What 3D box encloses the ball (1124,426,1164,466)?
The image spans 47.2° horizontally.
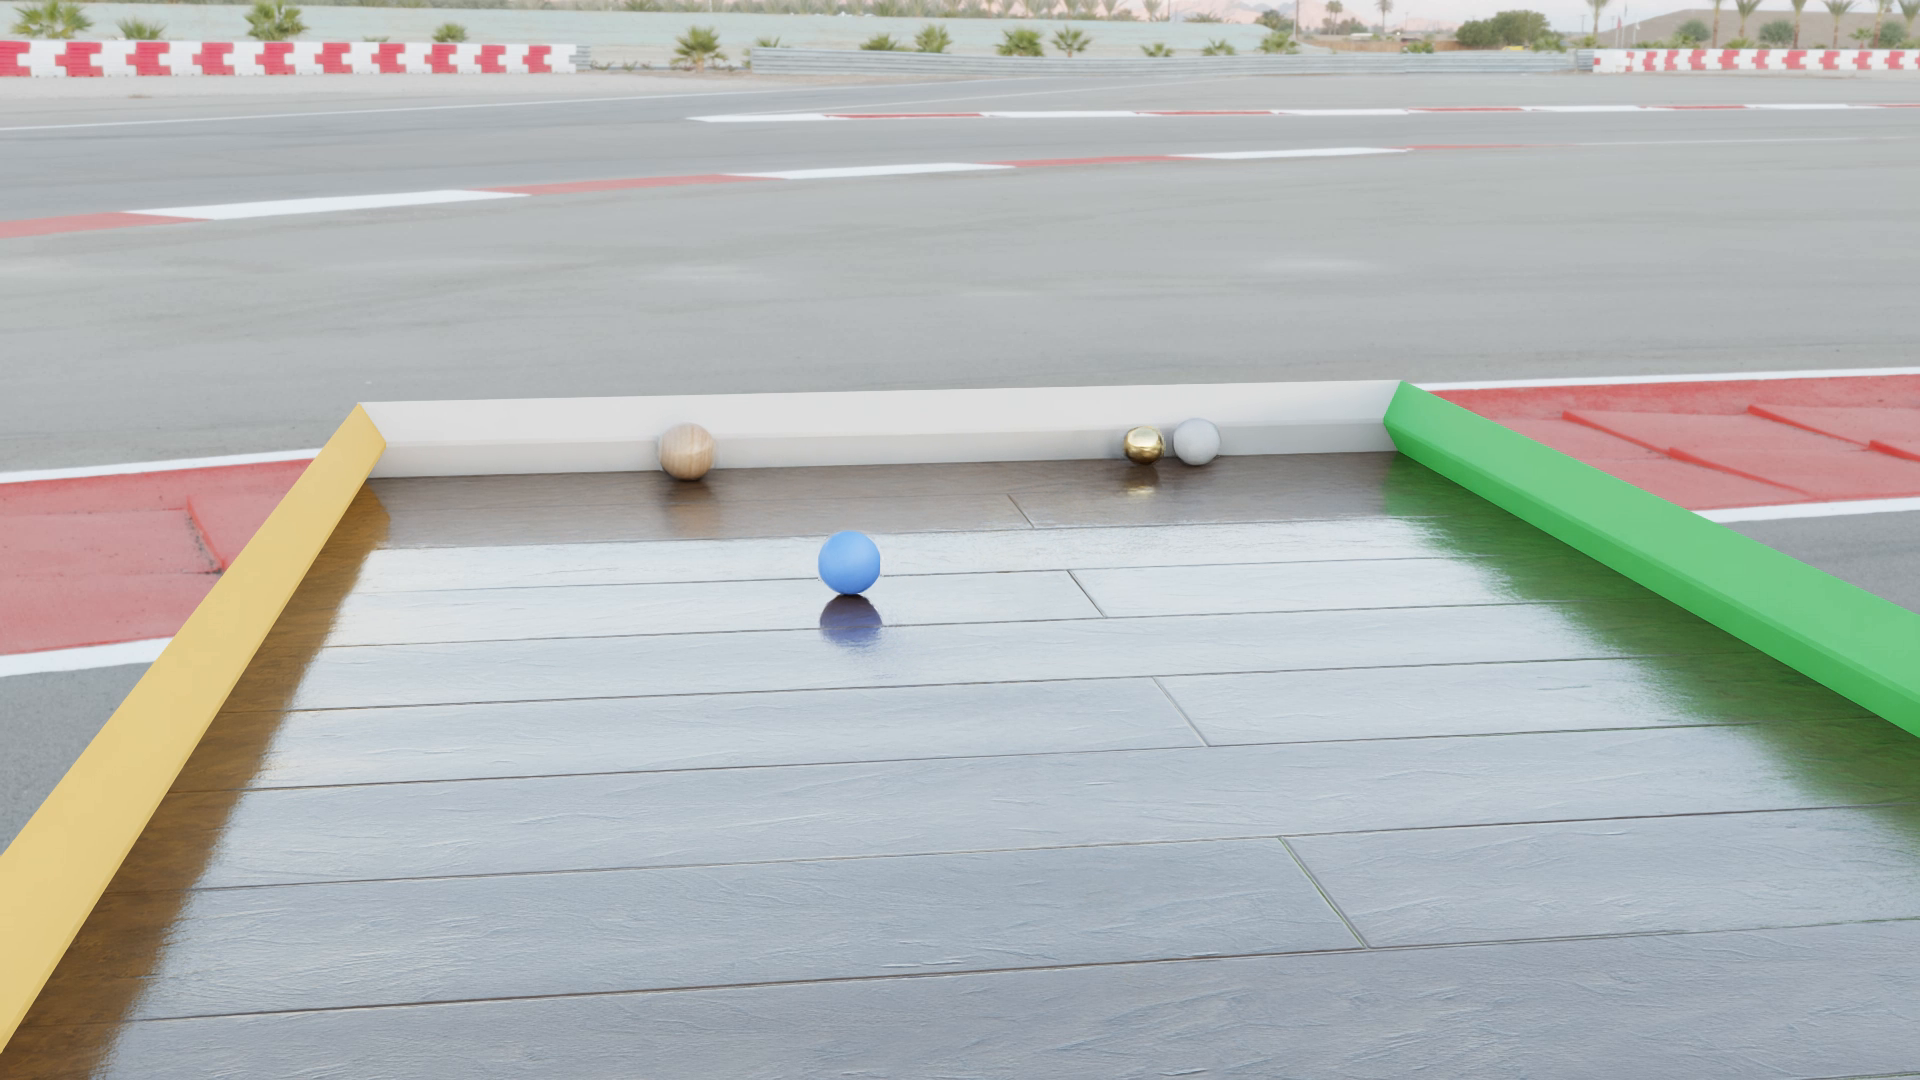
[{"bbox_3d":[0.300,-0.155,3.602,0.065,0.065,0.065,0,13,0],"label":"ball"}]

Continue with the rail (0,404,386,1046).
[{"bbox_3d":[-0.723,0.174,2.040,0.045,0.120,3.018,-2,13,-8],"label":"rail"}]

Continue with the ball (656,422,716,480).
[{"bbox_3d":[-0.433,-0.140,3.478,0.092,0.092,0.092,0,13,0],"label":"ball"}]

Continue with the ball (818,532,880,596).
[{"bbox_3d":[-0.139,0.029,2.764,0.080,0.080,0.080,0,13,0],"label":"ball"}]

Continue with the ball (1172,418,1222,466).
[{"bbox_3d":[0.388,-0.161,3.600,0.078,0.078,0.078,0,13,0],"label":"ball"}]

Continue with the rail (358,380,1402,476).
[{"bbox_3d":[-0.100,-0.180,3.586,1.716,0.120,0.045,-2,13,-8],"label":"rail"}]

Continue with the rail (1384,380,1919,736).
[{"bbox_3d":[0.930,0.122,2.263,0.045,0.120,3.018,-2,13,-8],"label":"rail"}]
